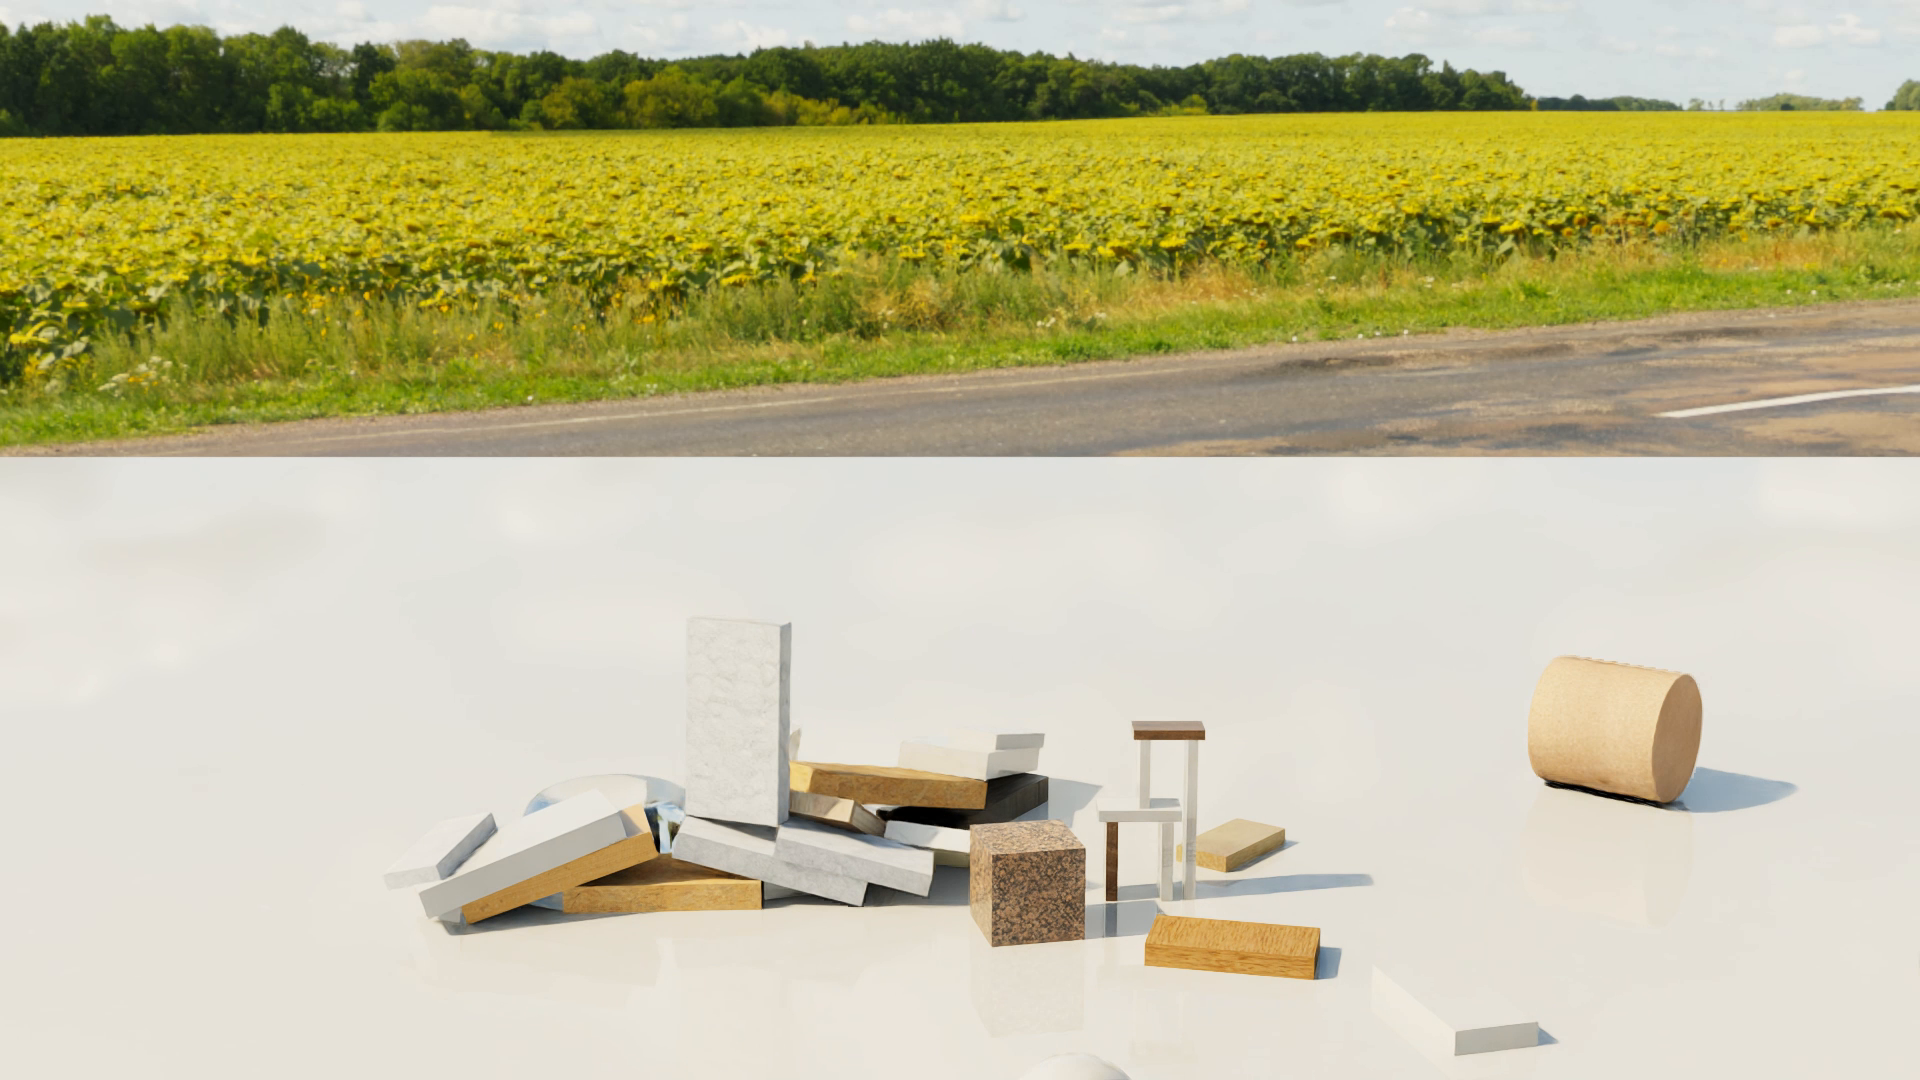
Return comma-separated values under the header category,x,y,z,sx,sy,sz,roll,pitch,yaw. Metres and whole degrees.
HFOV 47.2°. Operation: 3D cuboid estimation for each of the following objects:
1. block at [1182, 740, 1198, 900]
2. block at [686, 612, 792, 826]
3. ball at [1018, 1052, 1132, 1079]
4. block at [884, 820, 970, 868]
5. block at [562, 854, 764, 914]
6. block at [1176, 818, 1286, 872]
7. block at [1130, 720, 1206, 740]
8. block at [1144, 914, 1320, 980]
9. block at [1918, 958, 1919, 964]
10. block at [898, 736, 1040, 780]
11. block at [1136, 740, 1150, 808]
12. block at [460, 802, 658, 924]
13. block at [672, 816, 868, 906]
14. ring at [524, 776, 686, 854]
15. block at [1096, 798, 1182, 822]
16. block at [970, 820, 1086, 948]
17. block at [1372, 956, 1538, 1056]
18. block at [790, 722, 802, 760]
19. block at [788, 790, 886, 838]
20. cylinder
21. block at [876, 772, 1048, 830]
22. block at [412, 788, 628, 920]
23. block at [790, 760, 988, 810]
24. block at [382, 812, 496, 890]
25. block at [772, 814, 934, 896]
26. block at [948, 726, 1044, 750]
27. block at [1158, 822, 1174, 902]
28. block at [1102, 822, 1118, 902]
category,x,y,z,sx,sy,sz,roll,pitch,yaw
block,0.381,0.456,3.644,0.017,0.273,0.059,0,11,0
block,-0.369,0.297,3.648,0.168,0.336,0.048,4,9,19
ball,0.137,0.698,2.605,0.177,0.177,0.177,0,11,0
block,0.015,0.526,3.739,0.261,0.037,0.131,5,-20,23
block,-0.489,0.569,3.658,0.320,0.045,0.160,-1,11,-3
block,0.478,0.537,3.877,0.100,0.028,0.201,8,13,38
block,0.342,0.313,3.618,0.117,0.017,0.059,0,11,0
block,0.420,0.625,3.381,0.256,0.036,0.128,2,11,13
block,1.567,0.648,3.259,0.256,0.036,0.128,3,11,18
block,0.021,0.407,4.141,0.169,0.048,0.338,6,-1,18
block,0.303,0.379,3.630,0.017,0.117,0.059,0,11,0
block,-0.664,0.530,3.621,0.320,0.045,0.160,-19,14,-9
block,-0.308,0.525,3.673,0.320,0.045,0.160,15,10,0
ring,-0.614,0.498,3.880,0.320,0.107,0.320,1,11,0
block,0.296,0.447,3.639,0.137,0.019,0.068,0,11,0
block,0.107,0.544,3.502,0.151,0.151,0.151,-2,11,-12
block,0.707,0.666,3.159,0.128,0.036,0.256,-3,11,-15
block,-0.368,0.449,3.933,0.048,0.168,0.336,13,14,11
block,-0.201,0.485,3.773,0.131,0.037,0.261,7,-17,21
cylinder,1.258,0.362,4.225,0.246,0.246,0.246,8,13,38
block,0.009,0.490,4.074,0.169,0.048,0.338,6,12,30
block,-0.725,0.508,3.585,0.336,0.048,0.168,-21,14,-18
block,-0.135,0.432,3.883,0.338,0.048,0.169,9,-2,-41
block,-0.845,0.505,3.578,0.100,0.028,0.201,-12,14,18
block,-0.175,0.521,3.646,0.261,0.037,0.131,14,10,-2
block,0.070,0.374,4.166,0.100,0.028,0.201,6,-1,29
block,0.341,0.523,3.653,0.019,0.137,0.068,0,11,0
block,0.250,0.523,3.653,0.019,0.137,0.068,0,11,0
